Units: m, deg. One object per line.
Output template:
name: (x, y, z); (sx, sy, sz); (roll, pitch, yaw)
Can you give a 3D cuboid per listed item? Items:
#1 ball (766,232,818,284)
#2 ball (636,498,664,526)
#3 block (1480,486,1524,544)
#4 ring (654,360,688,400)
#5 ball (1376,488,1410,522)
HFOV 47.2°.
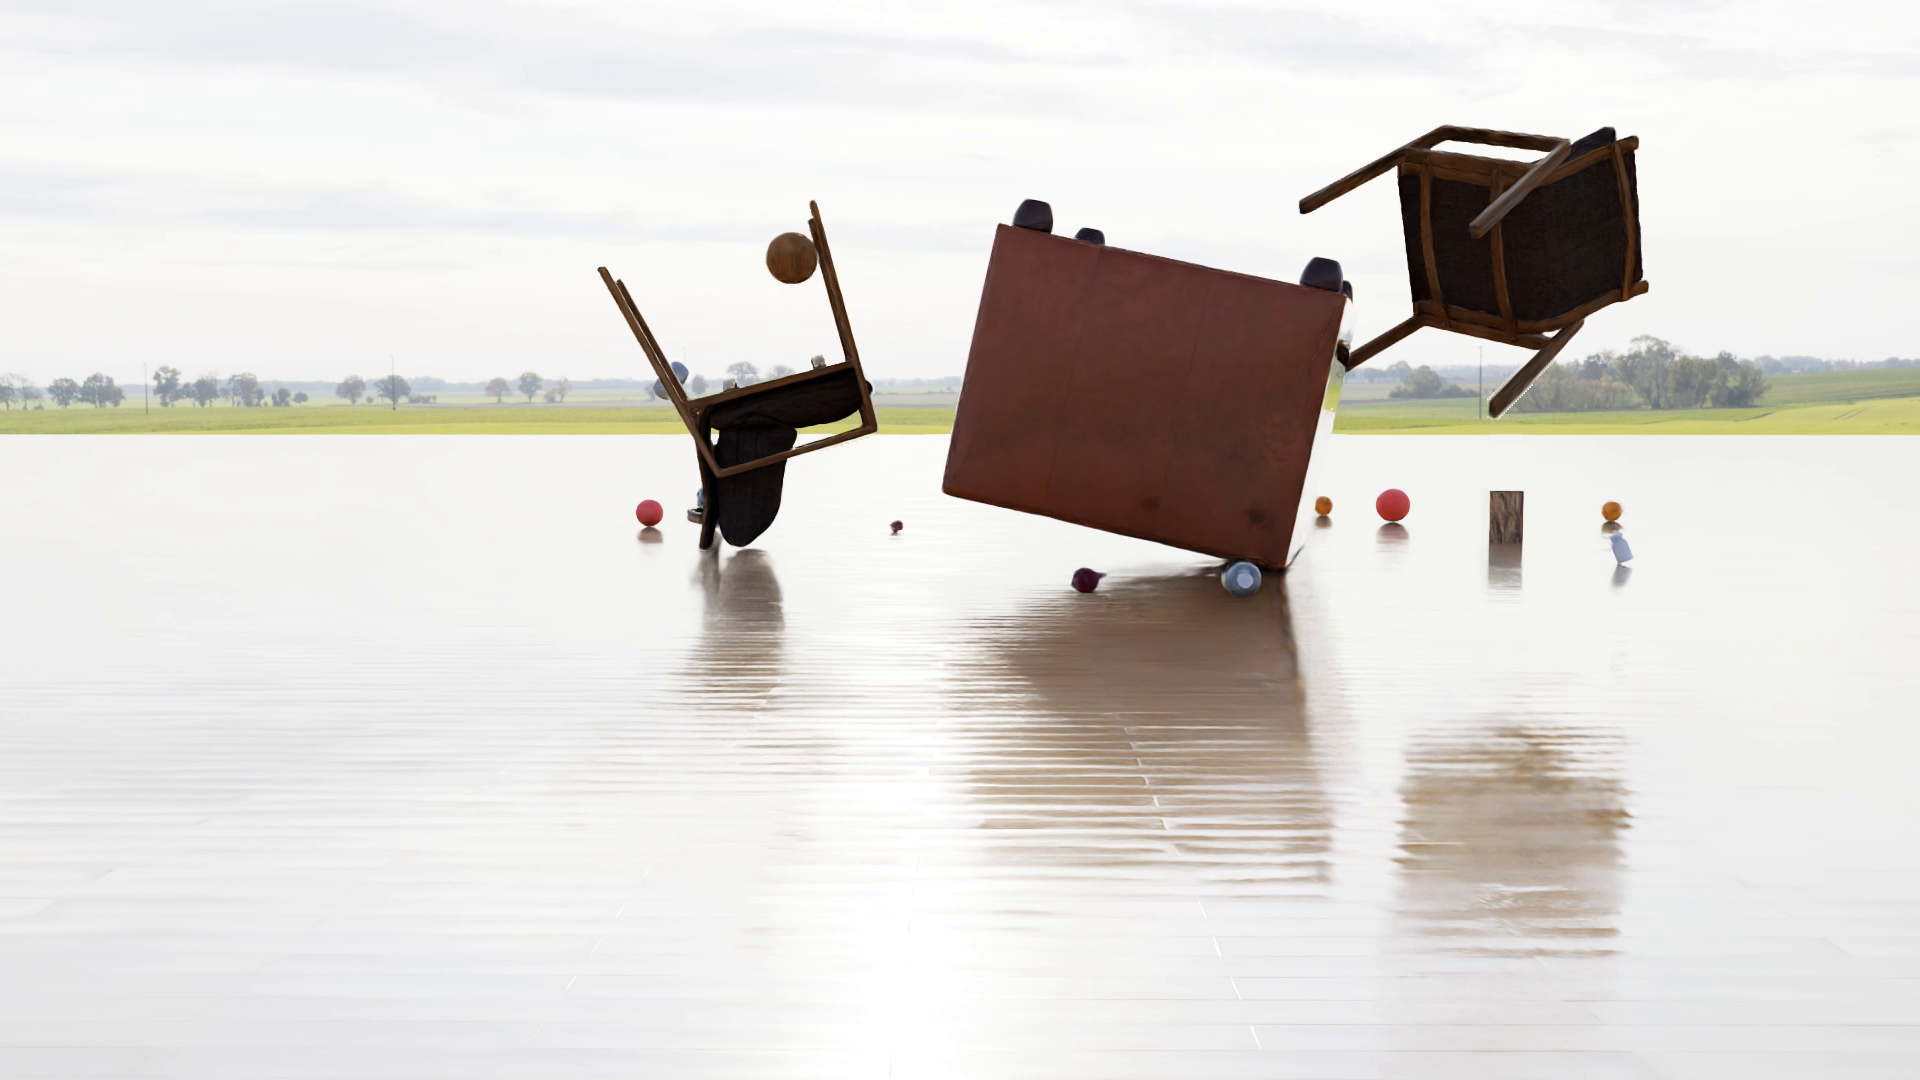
ball: (-0.474, -0.796, 6.208); (0.150, 0.150, 0.150); (0, 4, 0)
ball: (-1.013, -0.089, 7.182); (0.092, 0.092, 0.092); (0, 4, 0)
block: (1.606, -0.075, 6.521); (0.098, 0.154, 0.231); (1, 4, 7)
ring: (-1.039, -0.575, 7.913); (0.078, 0.150, 0.094); (38, 0, 0)
ball: (1.460, -0.118, 7.416); (0.116, 0.116, 0.116); (0, 4, 0)
